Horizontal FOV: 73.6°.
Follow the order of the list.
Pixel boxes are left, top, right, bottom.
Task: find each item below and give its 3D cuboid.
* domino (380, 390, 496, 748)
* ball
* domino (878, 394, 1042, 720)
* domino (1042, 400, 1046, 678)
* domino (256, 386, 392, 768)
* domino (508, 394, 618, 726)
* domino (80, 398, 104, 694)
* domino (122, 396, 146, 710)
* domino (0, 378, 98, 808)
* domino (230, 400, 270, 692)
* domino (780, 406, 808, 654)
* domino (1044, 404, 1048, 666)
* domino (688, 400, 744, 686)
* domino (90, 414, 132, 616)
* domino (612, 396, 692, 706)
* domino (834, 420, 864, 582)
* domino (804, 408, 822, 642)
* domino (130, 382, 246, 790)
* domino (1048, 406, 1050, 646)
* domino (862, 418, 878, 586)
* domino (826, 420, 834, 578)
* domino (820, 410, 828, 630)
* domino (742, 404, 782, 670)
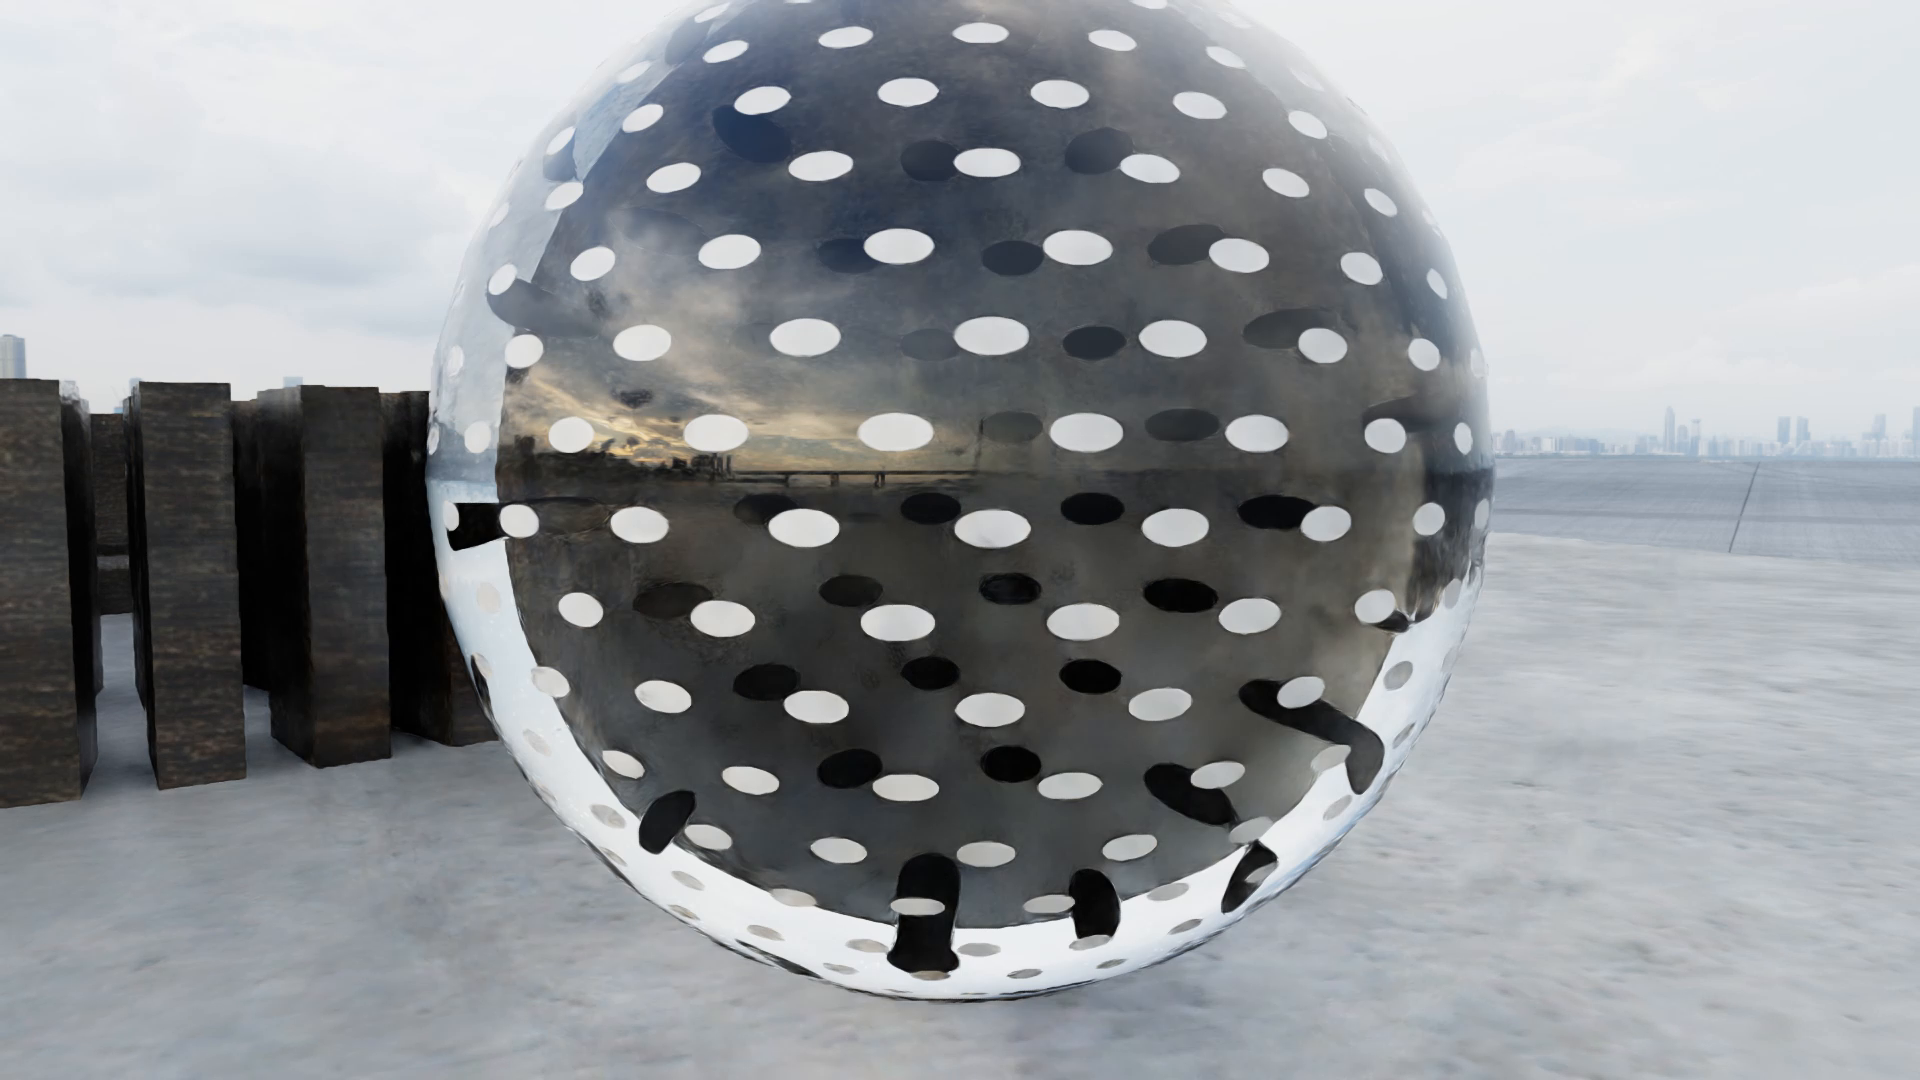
[{"bbox_3d":[-0.077,0.003,0.190,0.025,0.050,0.010,4,6,43],"label":"domino"},{"bbox_3d":[0.000,-0.005,0.103,0.080,0.080,0.080,0,4,0],"label":"ball"},{"bbox_3d":[0.000,0.002,0.201,0.025,0.050,0.010,0,4,0],"label":"domino"},{"bbox_3d":[0.003,0.000,0.233,0.025,0.050,0.009,0,4,6],"label":"domino"},{"bbox_3d":[-0.089,0.004,0.179,0.009,0.050,0.025,-4,6,-40],"label":"domino"},{"bbox_3d":[-0.067,0.002,0.203,0.025,0.050,0.010,3,5,33],"label":"domino"},{"bbox_3d":[-0.148,0.002,0.209,0.009,0.050,0.025,-2,5,-25],"label":"domino"},{"bbox_3d":[-0.134,0.001,0.217,0.009,0.050,0.025,-3,5,-35],"label":"domino"},{"bbox_3d":[-0.116,0.006,0.160,0.009,0.050,0.025,-2,5,-30],"label":"domino"},{"bbox_3d":[-0.122,0.000,0.228,0.025,0.050,0.009,4,6,39],"label":"domino"},{"bbox_3d":[-0.045,-0.002,0.264,0.025,0.050,0.009,1,4,8],"label":"domino"},{"bbox_3d":[0.004,-0.001,0.249,0.025,0.050,0.009,0,4,6],"label":"domino"},{"bbox_3d":[-0.053,0.000,0.232,0.025,0.050,0.010,1,5,19],"label":"domino"},{"bbox_3d":[-0.220,-0.007,0.328,0.010,0.050,0.025,-4,6,-44],"label":"domino"},{"bbox_3d":[-0.059,0.001,0.217,0.025,0.050,0.009,2,5,25],"label":"domino"},{"bbox_3d":[-0.027,-0.013,0.403,0.025,0.050,0.010,-4,6,-41],"label":"domino"},{"bbox_3d":[-0.043,-0.003,0.280,0.025,0.050,0.010,0,4,3],"label":"domino"},{"bbox_3d":[-0.102,0.005,0.169,0.009,0.050,0.025,-3,5,-35],"label":"domino"},{"bbox_3d":[0.006,-0.002,0.266,0.025,0.050,0.009,0,4,5],"label":"domino"},{"bbox_3d":[-0.016,-0.012,0.391,0.025,0.050,0.009,-3,5,-36],"label":"domino"},{"bbox_3d":[-0.038,-0.014,0.415,0.010,0.050,0.025,4,6,44],"label":"domino"},{"bbox_3d":[-0.043,-0.005,0.296,0.025,0.050,0.010,0,4,-3],"label":"domino"},{"bbox_3d":[-0.048,-0.001,0.248,0.025,0.050,0.010,1,4,13],"label":"domino"}]
